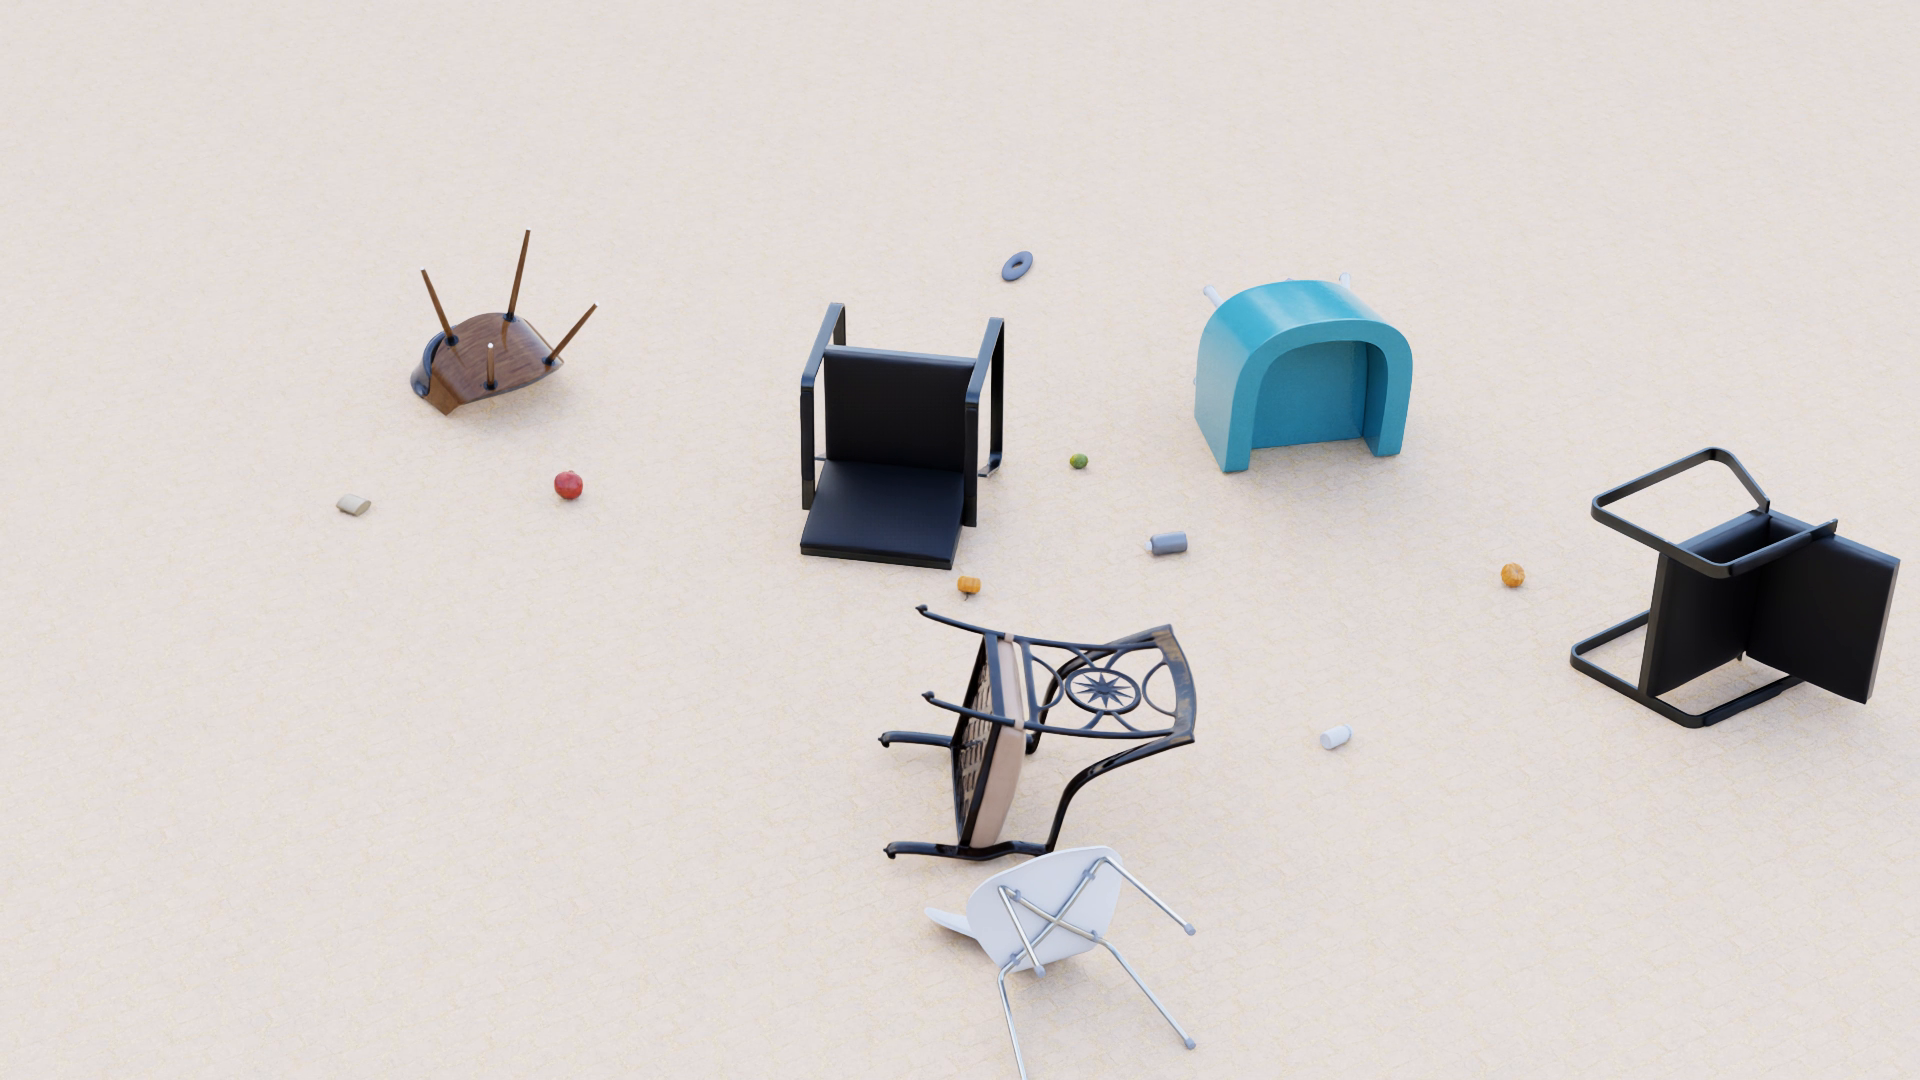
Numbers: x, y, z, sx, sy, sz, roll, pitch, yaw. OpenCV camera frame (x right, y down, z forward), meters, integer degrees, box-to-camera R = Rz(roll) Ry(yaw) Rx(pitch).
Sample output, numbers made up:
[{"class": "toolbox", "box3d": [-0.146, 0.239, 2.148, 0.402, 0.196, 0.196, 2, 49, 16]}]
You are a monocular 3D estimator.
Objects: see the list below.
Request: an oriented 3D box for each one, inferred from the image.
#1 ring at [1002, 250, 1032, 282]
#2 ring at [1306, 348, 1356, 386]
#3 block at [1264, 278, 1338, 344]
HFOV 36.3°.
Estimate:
[{"class": "ring", "box3d": [0.248, -1.188, 12.713, 0.108, 0.039, 0.264, 12, 36, 18]}, {"class": "ring", "box3d": [1.510, -0.706, 11.933, 0.286, 0.093, 0.118, -29, 41, -35]}, {"class": "block", "box3d": [1.421, -0.956, 12.249, 0.239, 0.161, 0.173, 24, 40, 31]}]
